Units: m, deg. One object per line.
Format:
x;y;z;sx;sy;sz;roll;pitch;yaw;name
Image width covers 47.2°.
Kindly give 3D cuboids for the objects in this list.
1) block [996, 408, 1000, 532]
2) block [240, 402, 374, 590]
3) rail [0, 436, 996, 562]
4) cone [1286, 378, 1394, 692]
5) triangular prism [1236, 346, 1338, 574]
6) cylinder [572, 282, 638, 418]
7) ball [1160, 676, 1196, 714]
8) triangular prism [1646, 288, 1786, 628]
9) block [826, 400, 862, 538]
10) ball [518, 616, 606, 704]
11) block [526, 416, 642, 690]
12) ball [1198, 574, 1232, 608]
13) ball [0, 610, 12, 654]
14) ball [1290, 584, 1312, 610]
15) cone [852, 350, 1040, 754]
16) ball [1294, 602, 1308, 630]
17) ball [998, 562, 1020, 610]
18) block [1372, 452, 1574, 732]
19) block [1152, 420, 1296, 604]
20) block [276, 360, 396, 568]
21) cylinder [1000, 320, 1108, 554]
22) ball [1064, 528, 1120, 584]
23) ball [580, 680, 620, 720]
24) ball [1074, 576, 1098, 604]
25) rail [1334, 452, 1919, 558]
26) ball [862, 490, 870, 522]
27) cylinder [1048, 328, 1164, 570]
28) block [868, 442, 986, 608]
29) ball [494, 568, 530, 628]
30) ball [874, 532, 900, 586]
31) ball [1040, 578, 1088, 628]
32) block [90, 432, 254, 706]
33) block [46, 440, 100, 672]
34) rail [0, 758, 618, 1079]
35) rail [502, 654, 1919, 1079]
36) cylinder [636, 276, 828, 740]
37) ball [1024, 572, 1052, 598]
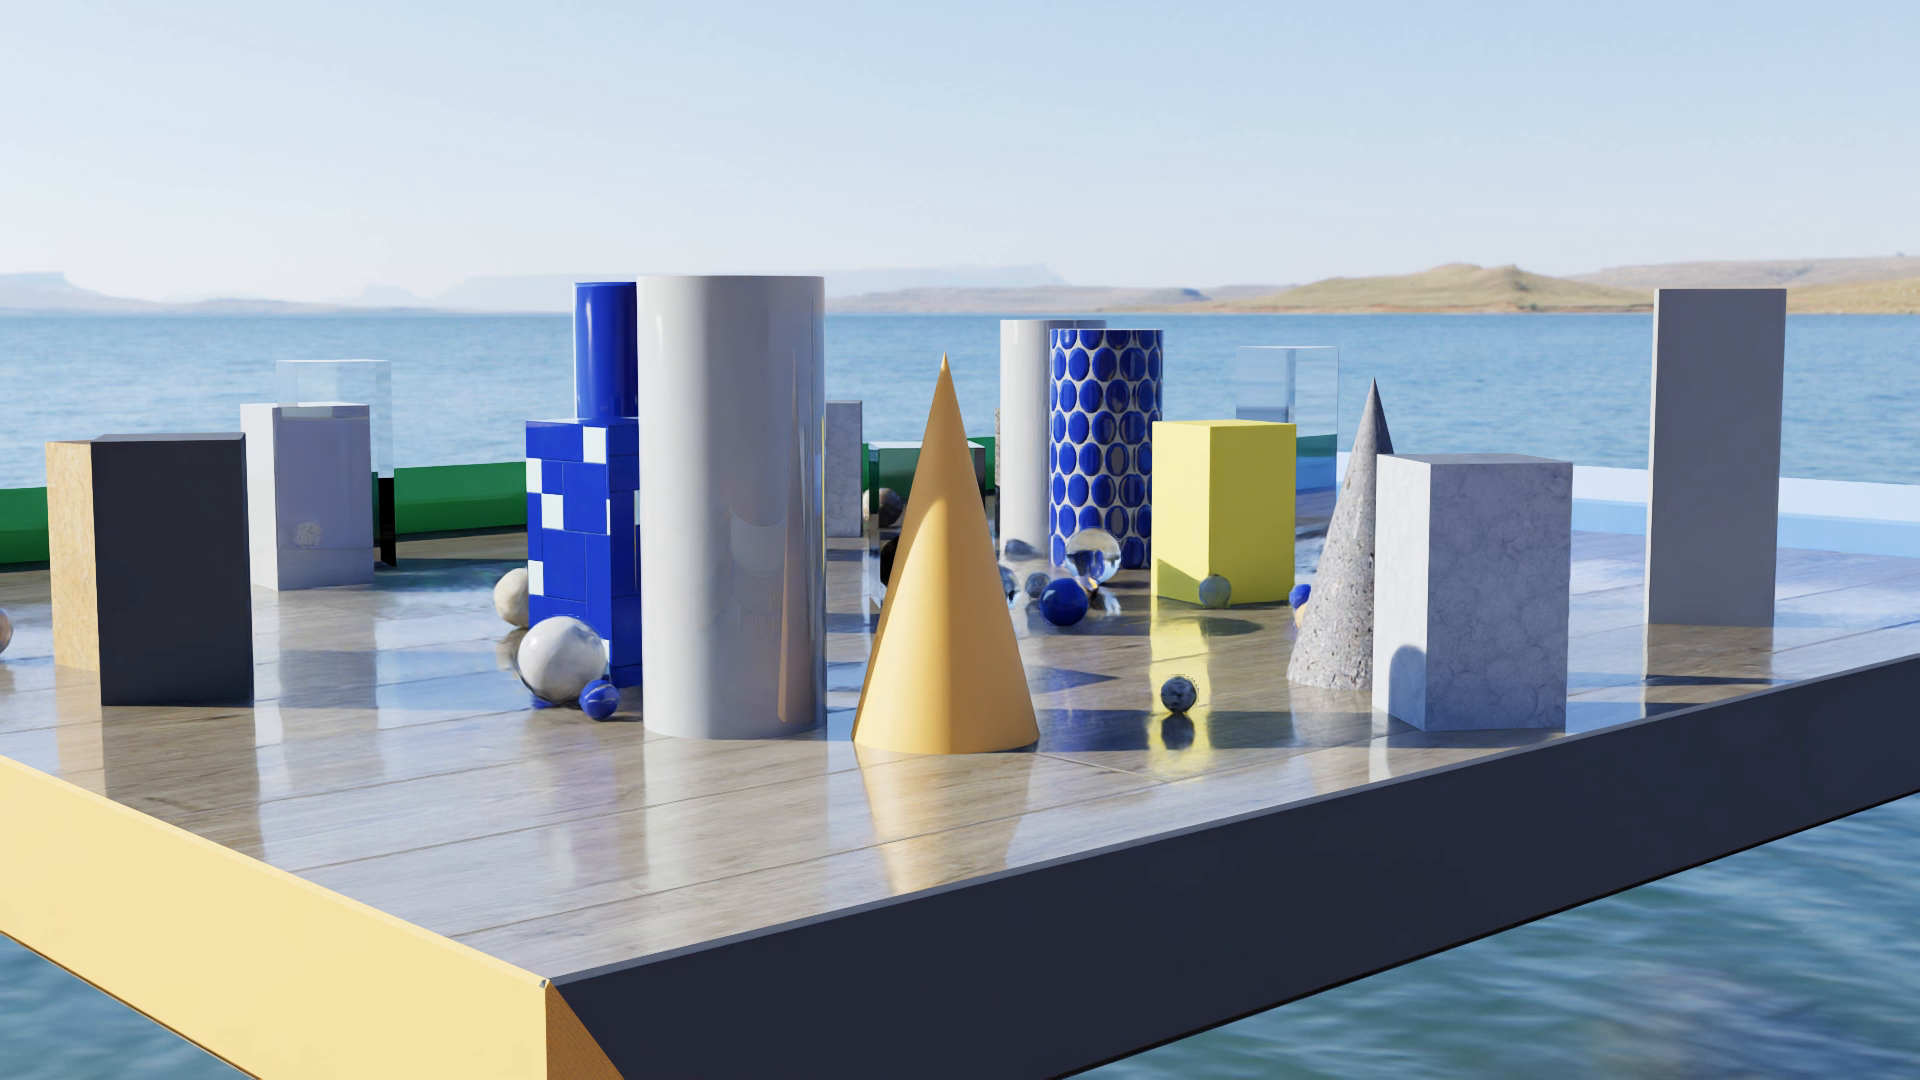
0.184;-0.142;4.448;0.160;0.250;0.160;5;8;41;block
-1.071;-0.076;3.607;0.160;0.293;0.160;-4;7;-35;block
-1.044;-0.083;4.457;3.414;0.130;0.045;-5;8;-42;rail
0.498;-0.016;2.664;0.199;0.368;0.199;0;6;0;cone
0.547;-0.144;3.822;0.150;0.383;0.173;4;7;35;triangular prism
-0.448;-0.124;3.142;0.199;0.485;0.199;0;6;0;cylinder
0.243;0.172;2.443;0.041;0.041;0.041;0;6;0;ball
1.080;-0.123;3.174;0.173;0.476;0.150;1;6;13;triangular prism
-0.277;-0.145;4.408;0.160;0.265;0.160;0;6;-1;block
-0.452;0.136;2.499;0.100;0.100;0.100;0;6;0;ball
-0.414;0.010;2.689;0.160;0.312;0.160;5;8;42;block
0.383;0.077;3.301;0.051;0.051;0.051;0;6;0;ball
-1.254;0.117;2.820;0.071;0.071;0.071;0;6;0;ball
0.509;0.086;3.258;0.043;0.043;0.043;0;6;0;ball
-0.015;0.005;2.295;0.199;0.404;0.199;0;6;0;cone
0.443;0.099;2.767;0.043;0.043;0.043;0;6;0;ball
0.049;0.072;3.219;0.079;0.079;0.079;0;6;0;ball
0.559;0.052;2.414;0.160;0.285;0.160;-1;6;-9;block
0.410;-0.047;3.426;0.160;0.272;0.160;-3;7;-27;block
-1.093;-0.135;3.853;0.160;0.358;0.160;-3;7;-29;block
0.175;-0.198;4.123;0.199;0.428;0.199;0;6;0;cylinder
0.217;0.027;3.592;0.092;0.092;0.092;0;6;0;ball
-0.394;0.174;2.406;0.043;0.043;0.043;0;6;0;ball
0.190;0.076;3.352;0.044;0.044;0.044;0;6;0;ball
1.237;-0.084;4.467;0.045;0.130;3.125;-5;8;-42;rail
-0.167;-0.073;4.589;0.083;0.083;0.083;0;6;0;ball
0.257;-0.164;3.879;0.199;0.412;0.199;0;6;0;cylinder
-0.052;-0.026;3.374;0.160;0.241;0.160;-1;6;-8;block
-0.613;0.081;3.097;0.086;0.086;0.086;0;6;0;ball
-0.090;0.035;3.504;0.094;0.094;0.094;0;6;0;ball
0.147;0.088;3.106;0.070;0.070;0.070;0;6;0;ball
-0.916;0.029;2.569;0.160;0.299;0.160;-2;6;-16;block
-1.035;0.015;2.785;0.160;0.281;0.160;5;8;38;block
-1.237;0.152;2.196;0.045;0.130;3.125;-5;8;-42;rail
1.044;0.151;2.207;3.414;0.130;0.045;-5;8;-42;rail
-0.244;-0.041;2.365;0.199;0.481;0.199;0;6;0;cylinder
0.122;0.070;3.411;0.043;0.043;0.043;0;6;0;ball
